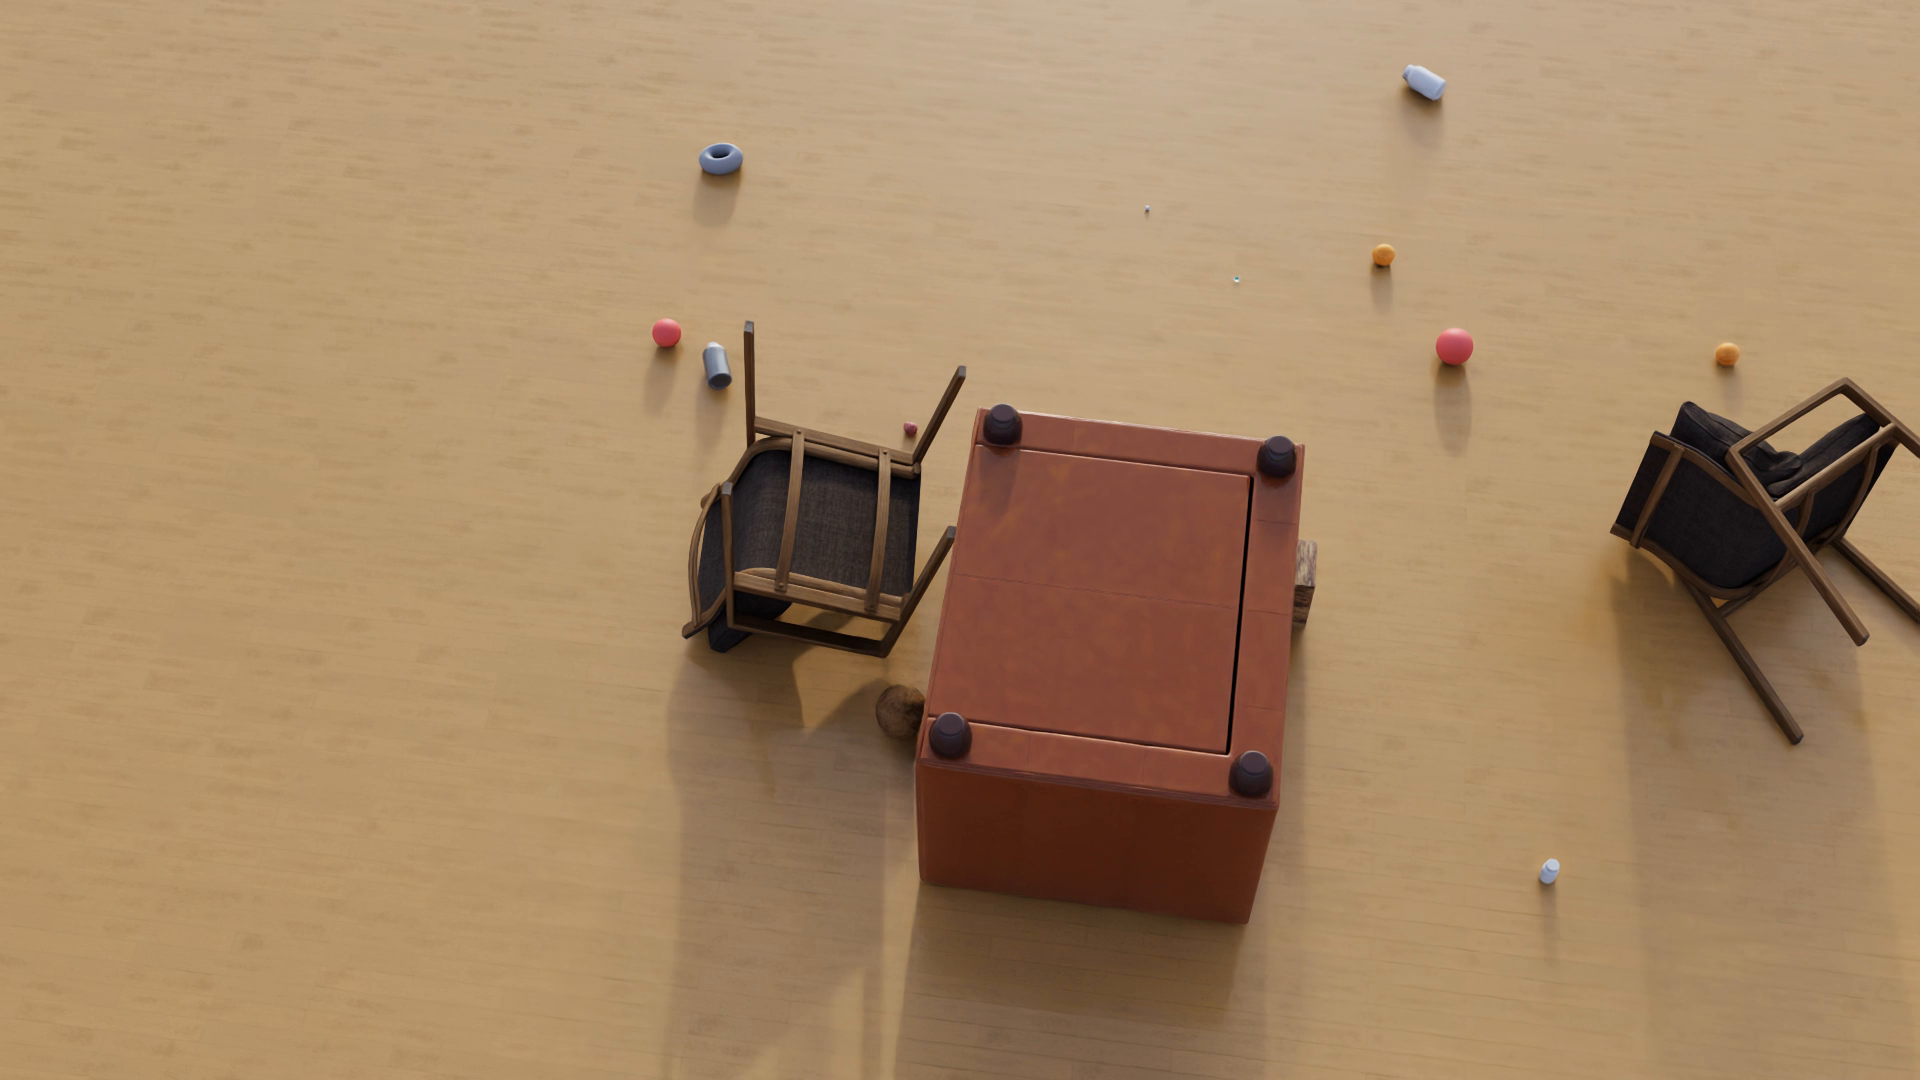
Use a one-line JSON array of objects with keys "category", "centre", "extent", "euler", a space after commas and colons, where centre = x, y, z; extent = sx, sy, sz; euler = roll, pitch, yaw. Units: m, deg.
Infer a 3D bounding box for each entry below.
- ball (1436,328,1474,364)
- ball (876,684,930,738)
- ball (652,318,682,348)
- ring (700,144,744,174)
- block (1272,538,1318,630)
[{"category": "ball", "centre": [1.555, -0.609, 6.912], "extent": [0.116, 0.116, 0.116], "euler": [0, 56, 0]}, {"category": "ball", "centre": [-0.161, 0.480, 6.162], "extent": [0.150, 0.150, 0.150], "euler": [0, 56, 0]}, {"category": "ball", "centre": [-0.928, -0.656, 6.959], "extent": [0.092, 0.092, 0.092], "euler": [0, 56, 0]}, {"category": "ring", "centre": [-0.802, -1.281, 7.387], "extent": [0.150, 0.078, 0.094], "euler": [-7, 64, 0]}, {"category": "block", "centre": [0.965, 0.127, 6.349], "extent": [0.098, 0.231, 0.154], "euler": [6, 56, 4]}]
